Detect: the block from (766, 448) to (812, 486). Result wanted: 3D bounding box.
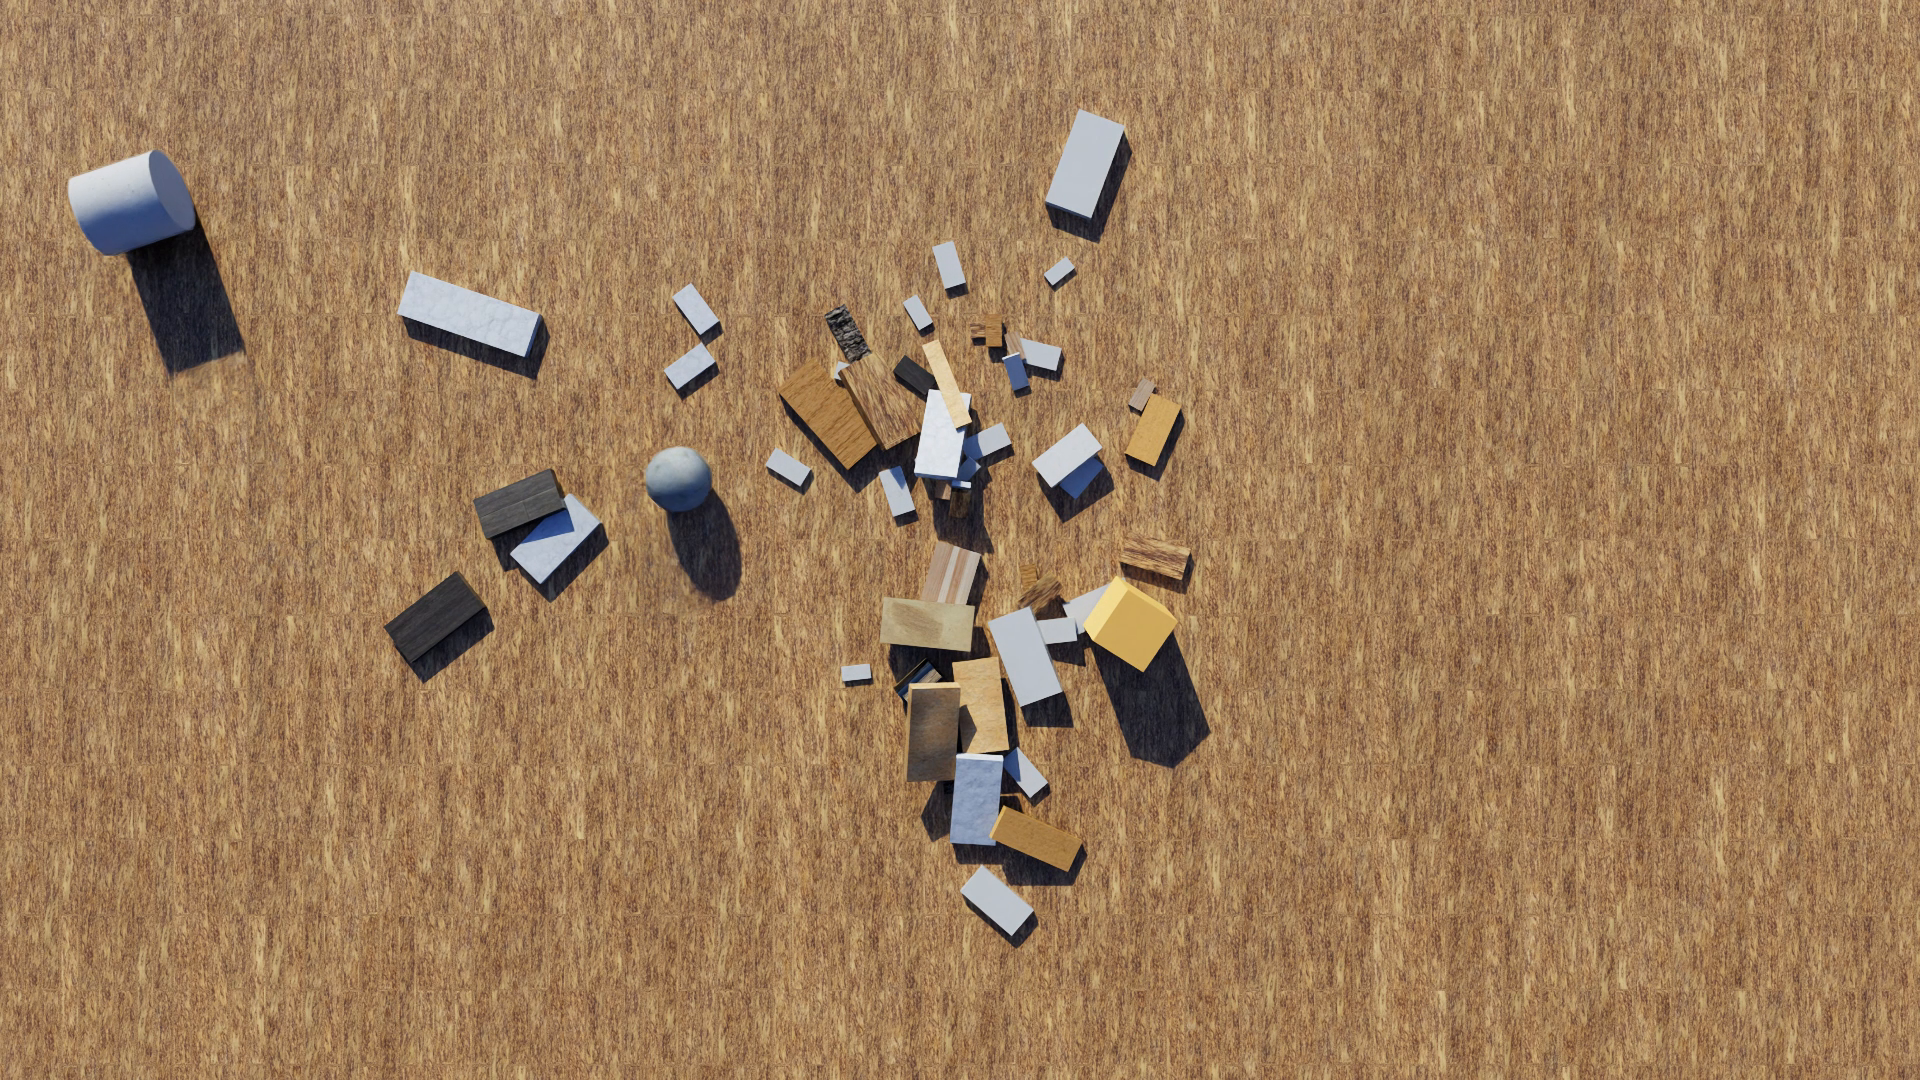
[{"bbox_3d":[-0.571,-0.243,5.490,0.136,0.019,0.068,31,90,0],"label":"block"}]

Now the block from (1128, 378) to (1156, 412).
[{"bbox_3d":[0.606,-0.484,5.493,0.050,0.014,0.101,28,90,0],"label":"block"}]

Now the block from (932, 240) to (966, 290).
[{"bbox_3d":[-0.037,-0.915,5.490,0.072,0.021,0.145,-17,90,0],"label":"block"}]

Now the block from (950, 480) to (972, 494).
[{"bbox_3d":[0.002,-0.170,5.438,0.062,0.123,0.017,8,78,0],"label":"block"}]

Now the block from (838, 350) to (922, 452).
[{"bbox_3d":[-0.262,-0.458,5.451,0.151,0.043,0.302,-30,90,-22],"label":"block"}]

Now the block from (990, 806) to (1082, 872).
[{"bbox_3d":[0.251,0.987,5.450,0.292,0.032,0.112,26,90,-14],"label":"block"}]

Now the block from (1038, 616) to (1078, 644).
[{"bbox_3d":[0.308,0.302,5.471,0.156,0.022,0.078,-7,93,12],"label":"block"}]

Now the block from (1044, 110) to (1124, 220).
[{"bbox_3d":[0.414,-1.245,5.477,0.162,0.046,0.324,20,90,0],"label":"block"}]

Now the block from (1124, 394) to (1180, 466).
[{"bbox_3d":[0.641,-0.366,5.485,0.107,0.030,0.218,24,90,0],"label":"block"}]

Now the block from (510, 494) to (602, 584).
[{"bbox_3d":[-1.342,-0.005,5.480,0.141,0.040,0.282,44,90,0],"label":"block"}]

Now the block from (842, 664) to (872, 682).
[{"bbox_3d":[-0.345,0.441,5.493,0.095,0.014,0.048,-6,90,0],"label":"block"}]

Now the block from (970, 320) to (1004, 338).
[{"bbox_3d":[0.089,-0.702,5.492,0.107,0.015,0.054,-4,90,0],"label":"block"}]

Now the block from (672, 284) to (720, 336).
[{"bbox_3d":[-0.878,-0.767,5.489,0.078,0.022,0.157,-37,90,0],"label":"block"}]

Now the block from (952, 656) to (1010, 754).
[{"bbox_3d":[0.068,0.546,5.435,0.152,0.043,0.304,-7,90,1],"label":"block"}]

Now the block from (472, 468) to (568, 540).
[{"bbox_3d":[-1.456,-0.117,5.457,0.282,0.040,0.141,-22,80,4],"label":"block"}]

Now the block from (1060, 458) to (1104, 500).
[{"bbox_3d":[0.404,-0.213,5.490,0.072,0.021,0.145,40,90,0],"label":"block"}]

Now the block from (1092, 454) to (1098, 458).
[{"bbox_3d":[0.379,-0.290,5.476,0.145,0.021,0.072,-21,80,6],"label":"block"}]

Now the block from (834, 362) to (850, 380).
[{"bbox_3d":[-0.357,-0.551,5.492,0.115,0.016,0.058,16,90,0],"label":"block"}]

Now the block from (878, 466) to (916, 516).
[{"bbox_3d":[-0.209,-0.162,5.489,0.077,0.022,0.154,-19,90,0],"label":"block"}]

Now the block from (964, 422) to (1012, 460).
[{"bbox_3d":[0.085,-0.324,5.489,0.154,0.022,0.077,-25,90,0],"label":"block"}]

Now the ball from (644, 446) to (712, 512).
[{"bbox_3d":[-0.922,-0.198,5.393,0.214,0.214,0.214,0,90,0],"label":"ball"}]

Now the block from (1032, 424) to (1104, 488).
[{"bbox_3d":[0.355,-0.278,5.452,0.213,0.030,0.107,-38,78,2],"label":"block"}]

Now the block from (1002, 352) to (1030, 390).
[{"bbox_3d":[0.186,-0.559,5.470,0.058,0.016,0.115,-19,113,1],"label":"block"}]

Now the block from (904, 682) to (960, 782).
[{"bbox_3d":[-0.091,0.626,5.372,0.162,0.046,0.324,0,106,-15],"label":"block"}]

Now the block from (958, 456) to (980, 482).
[{"bbox_3d":[0.018,-0.224,5.480,0.050,0.014,0.101,42,105,0],"label":"block"}]

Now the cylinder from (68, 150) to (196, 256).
[{"bbox_3d":[-2.690,-1.094,5.366,0.268,0.268,0.268,-18,90,0],"label":"cylinder"}]

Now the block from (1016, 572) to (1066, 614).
[{"bbox_3d":[0.266,0.181,5.466,0.156,0.022,0.078,-41,95,15],"label":"block"}]

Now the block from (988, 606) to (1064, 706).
[{"bbox_3d":[0.218,0.384,5.463,0.150,0.042,0.300,-21,90,12],"label":"block"}]

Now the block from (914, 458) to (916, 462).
[{"bbox_3d":[-0.083,-0.279,5.466,0.136,0.068,0.019,-18,90,0],"label":"block"}]

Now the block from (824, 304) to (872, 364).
[{"bbox_3d":[-0.372,-0.684,5.489,0.078,0.022,0.189,-29,90,0],"label":"block"}]

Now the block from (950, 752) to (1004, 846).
[{"bbox_3d":[0.053,0.855,5.435,0.152,0.043,0.304,4,106,-2],"label":"block"}]

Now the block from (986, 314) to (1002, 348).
[{"bbox_3d":[0.112,-0.696,5.477,0.054,0.015,0.107,-1,90,0],"label":"block"}]

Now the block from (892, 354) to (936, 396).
[{"bbox_3d":[-0.149,-0.548,5.490,0.136,0.019,0.068,36,90,0],"label":"block"}]

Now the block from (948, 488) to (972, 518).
[{"bbox_3d":[0.000,-0.121,5.448,0.062,0.123,0.017,9,49,0],"label":"block"}]

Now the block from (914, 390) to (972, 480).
[{"bbox_3d":[-0.055,-0.345,5.427,0.141,0.040,0.296,7,72,9],"label":"block"}]

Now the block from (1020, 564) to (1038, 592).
[{"bbox_3d":[0.232,0.132,5.493,0.050,0.014,0.101,-10,90,0],"label":"block"}]

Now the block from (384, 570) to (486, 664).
[{"bbox_3d":[-1.743,0.255,5.479,0.302,0.043,0.151,-38,90,0],"label":"block"}]

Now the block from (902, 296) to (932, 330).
[{"bbox_3d":[-0.140,-0.757,5.492,0.054,0.015,0.107,-31,90,0],"label":"block"}]

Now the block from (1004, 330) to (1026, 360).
[{"bbox_3d":[0.182,-0.641,5.471,0.048,0.014,0.095,-17,90,0],"label":"block"}]

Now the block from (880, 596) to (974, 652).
[{"bbox_3d":[-0.108,0.277,5.436,0.300,0.042,0.150,6,90,0],"label":"block"}]

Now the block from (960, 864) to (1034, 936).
[{"bbox_3d":[0.123,1.197,5.484,0.224,0.032,0.112,41,90,0],"label":"block"}]

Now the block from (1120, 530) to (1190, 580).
[{"bbox_3d":[0.648,0.051,5.485,0.213,0.030,0.107,17,90,0],"label":"block"}]

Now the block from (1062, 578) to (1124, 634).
[{"bbox_3d":[0.464,0.220,5.484,0.224,0.032,0.112,-24,90,0],"label":"block"}]

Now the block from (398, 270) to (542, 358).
[{"bbox_3d":[-1.628,-0.749,5.479,0.445,0.043,0.151,19,90,0],"label":"block"}]

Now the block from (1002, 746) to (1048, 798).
[{"bbox_3d":[0.212,0.772,5.489,0.078,0.022,0.156,-41,90,0],"label":"block"}]

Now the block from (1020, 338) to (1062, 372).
[{"bbox_3d":[0.254,-0.618,5.489,0.154,0.022,0.077,14,90,0],"label":"block"}]

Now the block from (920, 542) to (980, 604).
[{"bbox_3d":[-0.045,0.168,5.479,0.150,0.042,0.300,17,90,0],"label":"block"}]

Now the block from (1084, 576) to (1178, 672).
[{"bbox_3d":[0.553,0.271,5.373,0.198,0.198,0.198,32,97,-11],"label":"block"}]

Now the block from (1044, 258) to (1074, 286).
[{"bbox_3d":[0.330,-0.895,5.493,0.095,0.014,0.048,-39,90,0],"label":"block"}]

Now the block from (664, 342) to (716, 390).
[{"bbox_3d":[-0.899,-0.578,5.489,0.157,0.022,0.078,-36,90,0],"label":"block"}]

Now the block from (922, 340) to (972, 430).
[{"bbox_3d":[-0.043,-0.515,5.445,0.058,0.016,0.317,-22,73,0],"label":"block"}]

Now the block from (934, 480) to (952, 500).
[{"bbox_3d":[-0.055,-0.167,5.437,0.017,0.123,0.062,6,93,-17],"label":"block"}]

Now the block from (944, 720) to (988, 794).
[{"bbox_3d":[0.014,0.685,5.478,0.152,0.043,0.304,-3,90,0],"label":"block"}]

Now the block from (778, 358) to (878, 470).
[{"bbox_3d":[-0.428,-0.418,5.477,0.162,0.046,0.355,-42,90,0],"label":"block"}]

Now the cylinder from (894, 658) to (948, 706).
[{"bbox_3d":[-0.117,0.489,5.428,0.145,0.145,0.145,-42,90,0],"label":"cylinder"}]
